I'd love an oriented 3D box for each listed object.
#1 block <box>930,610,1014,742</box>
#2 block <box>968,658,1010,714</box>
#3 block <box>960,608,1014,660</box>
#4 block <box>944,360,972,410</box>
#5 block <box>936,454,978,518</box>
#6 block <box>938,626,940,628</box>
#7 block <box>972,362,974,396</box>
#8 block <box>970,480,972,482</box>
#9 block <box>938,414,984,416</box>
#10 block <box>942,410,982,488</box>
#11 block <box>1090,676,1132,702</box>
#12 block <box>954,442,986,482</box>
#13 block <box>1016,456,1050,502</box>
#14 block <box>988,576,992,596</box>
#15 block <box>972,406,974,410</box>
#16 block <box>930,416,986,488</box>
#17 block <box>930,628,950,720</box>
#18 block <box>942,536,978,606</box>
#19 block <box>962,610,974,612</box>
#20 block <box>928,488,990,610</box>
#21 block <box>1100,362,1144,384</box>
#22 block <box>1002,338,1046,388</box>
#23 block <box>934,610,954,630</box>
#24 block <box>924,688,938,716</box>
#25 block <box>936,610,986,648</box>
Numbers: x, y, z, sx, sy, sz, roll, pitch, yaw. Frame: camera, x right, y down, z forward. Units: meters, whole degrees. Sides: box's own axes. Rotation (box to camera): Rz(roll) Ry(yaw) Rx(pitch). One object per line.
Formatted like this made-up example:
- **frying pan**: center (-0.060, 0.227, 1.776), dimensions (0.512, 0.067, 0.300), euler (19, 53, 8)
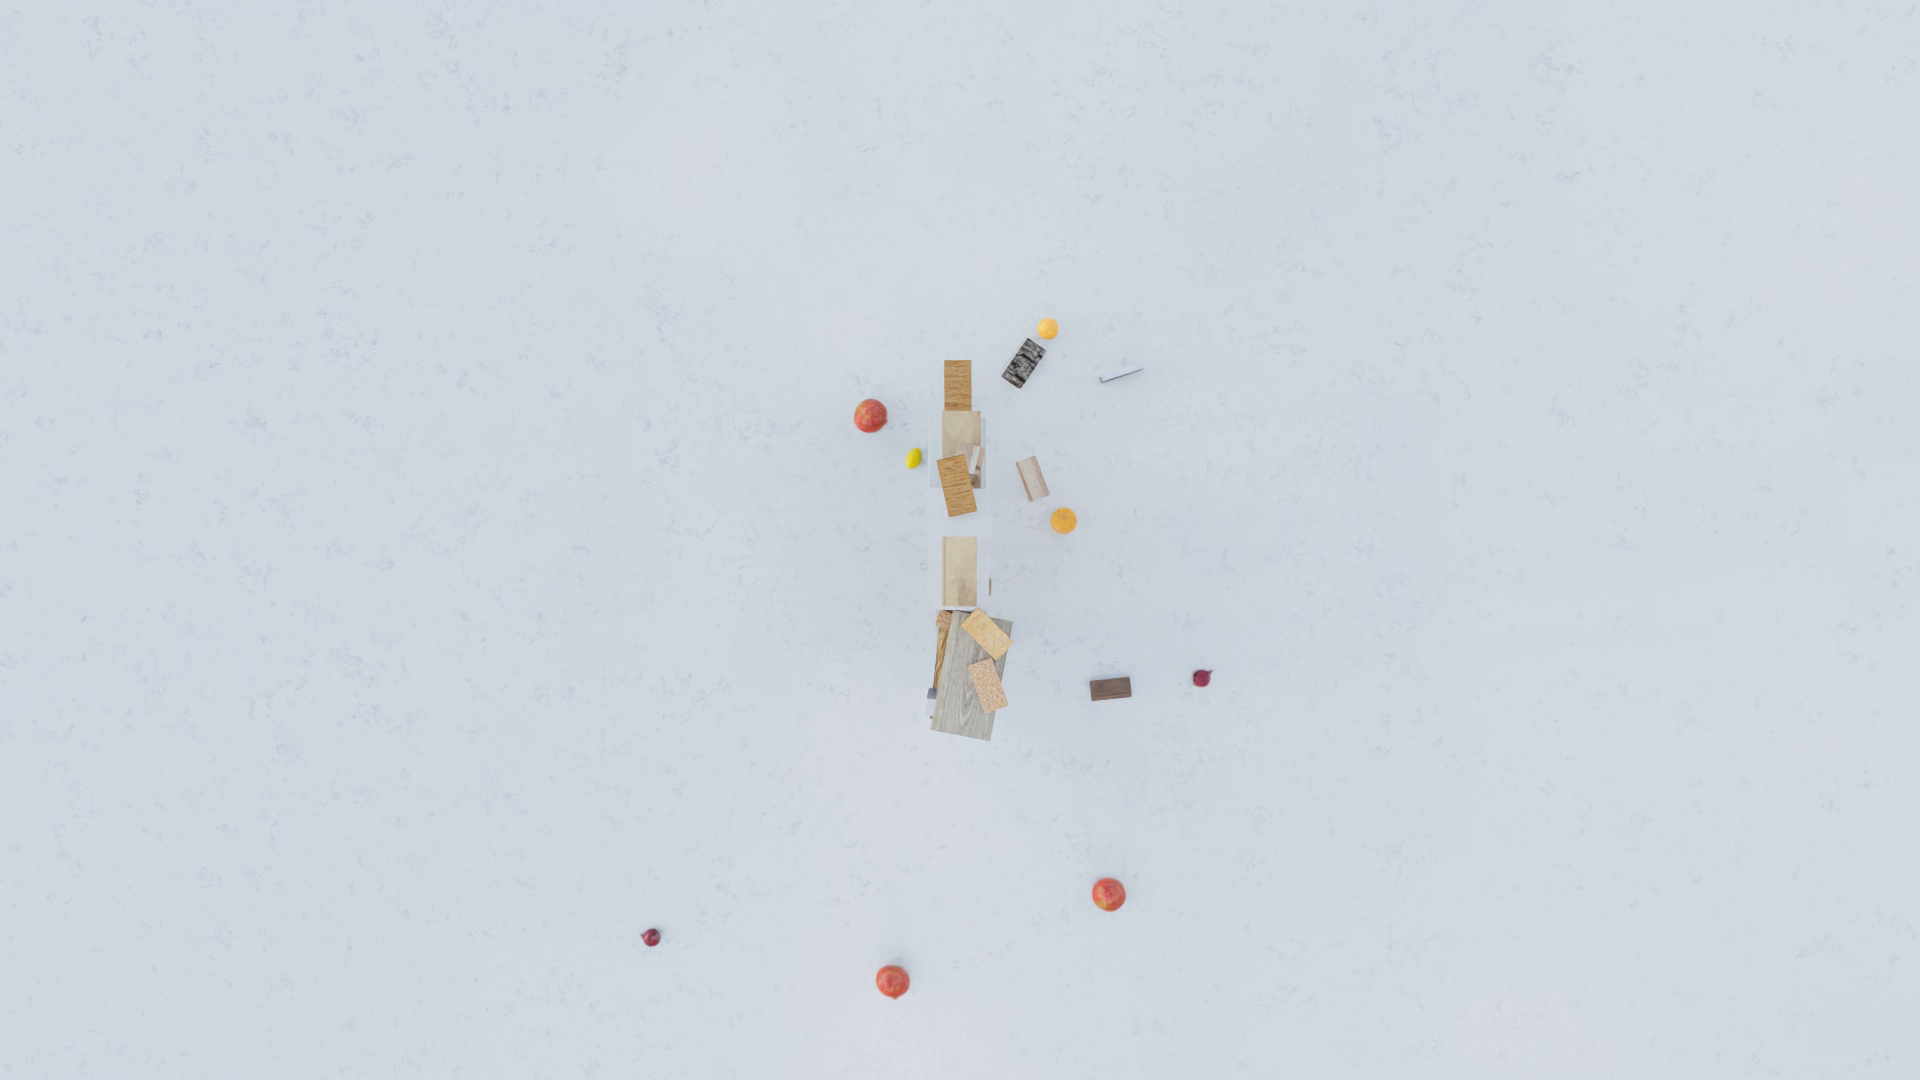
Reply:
- **block**: center (0.032, 0.363, 4.437), dimensions (0.163, 0.046, 0.327), euler (11, 90, 0)
- **block**: center (0.076, 0.389, 4.404), dimensions (0.068, 0.019, 0.135), euler (-20, 90, 0)
- **block**: center (0.073, 0.250, 4.404), dimensions (0.135, 0.019, 0.068), euler (45, 90, 0)
- **block**: center (-0.006, -0.443, 4.794), dimensions (0.079, 0.022, 0.158), euler (0, 90, 0)
- **block**: center (-0.008, -0.145, 4.392), dimensions (0.077, 0.022, 0.155), euler (-13, 97, 2)
- **block**: center (0.011, 0.269, 4.984), dimensions (0.154, 0.308, 0.044), euler (-1, 90, 0)
- **block**: center (-0.004, -0.449, 4.976), dimensions (0.086, 0.024, 0.172), euler (1, 90, 0)
- **block**: center (-0.005, -0.171, 4.471), dimensions (0.071, 0.141, 0.020), euler (3, 110, 0)
- **block**: center (0.003, -0.245, 5.181), dimensions (0.149, 0.042, 0.298), euler (0, 90, 0)
- **block**: center (0.004, -0.248, 4.557), dimensions (0.108, 0.030, 0.215), euler (0, 90, 0)
- **block**: center (0.501, 0.495, 5.490), dimensions (0.135, 0.019, 0.067), euler (-6, 90, 0)
- **block**: center (0.022, -0.212, 4.470), dimensions (0.077, 0.155, 0.022), euler (13, 122, 0)
- **block**: center (0.242, -0.204, 5.490), dimensions (0.071, 0.020, 0.141), euler (-21, 90, 0)
- **block**: center (0.003, 0.129, 4.658), dimensions (0.163, 0.396, 0.046), euler (1, 90, 0)
- **block**: center (-0.003, -0.392, 5.074), dimensions (0.086, 0.172, 0.024), euler (0, 90, 0)
- **block**: center (-0.006, -0.194, 4.810), dimensions (0.163, 0.046, 0.327), euler (0, 90, 0)
- **block**: center (0.004, 0.375, 4.809), dimensions (0.154, 0.044, 0.308), euler (6, 90, 0)
- **block**: center (-0.001, 0.081, 4.221), dimensions (0.090, 0.025, 0.179), euler (0, 90, 0)
- **block**: center (0.001, 0.096, 4.873), dimensions (0.124, 0.035, 0.248), euler (-1, 90, 0)
- **block**: center (-0.003, 0.024, 4.437), dimensions (0.163, 0.046, 0.327), euler (1, 90, 0)
- **block**: center (0.534, -0.554, 5.465), dimensions (0.141, 0.071, 0.020), euler (-18, 90, 0)
- **block**: center (0.213, -0.587, 5.489), dimensions (0.077, 0.022, 0.155), euler (35, 90, 0)
- **block**: center (0.016, 0.237, 4.623), dimensions (0.163, 0.327, 0.046), euler (21, 90, 0)
- **block**: center (-0.011, 0.459, 4.623), dimensions (0.163, 0.327, 0.046), euler (5, 90, 0)
- **block**: center (0.004, 0.233, 5.161), dimensions (0.158, 0.045, 0.317), euler (-1, 90, 0)
